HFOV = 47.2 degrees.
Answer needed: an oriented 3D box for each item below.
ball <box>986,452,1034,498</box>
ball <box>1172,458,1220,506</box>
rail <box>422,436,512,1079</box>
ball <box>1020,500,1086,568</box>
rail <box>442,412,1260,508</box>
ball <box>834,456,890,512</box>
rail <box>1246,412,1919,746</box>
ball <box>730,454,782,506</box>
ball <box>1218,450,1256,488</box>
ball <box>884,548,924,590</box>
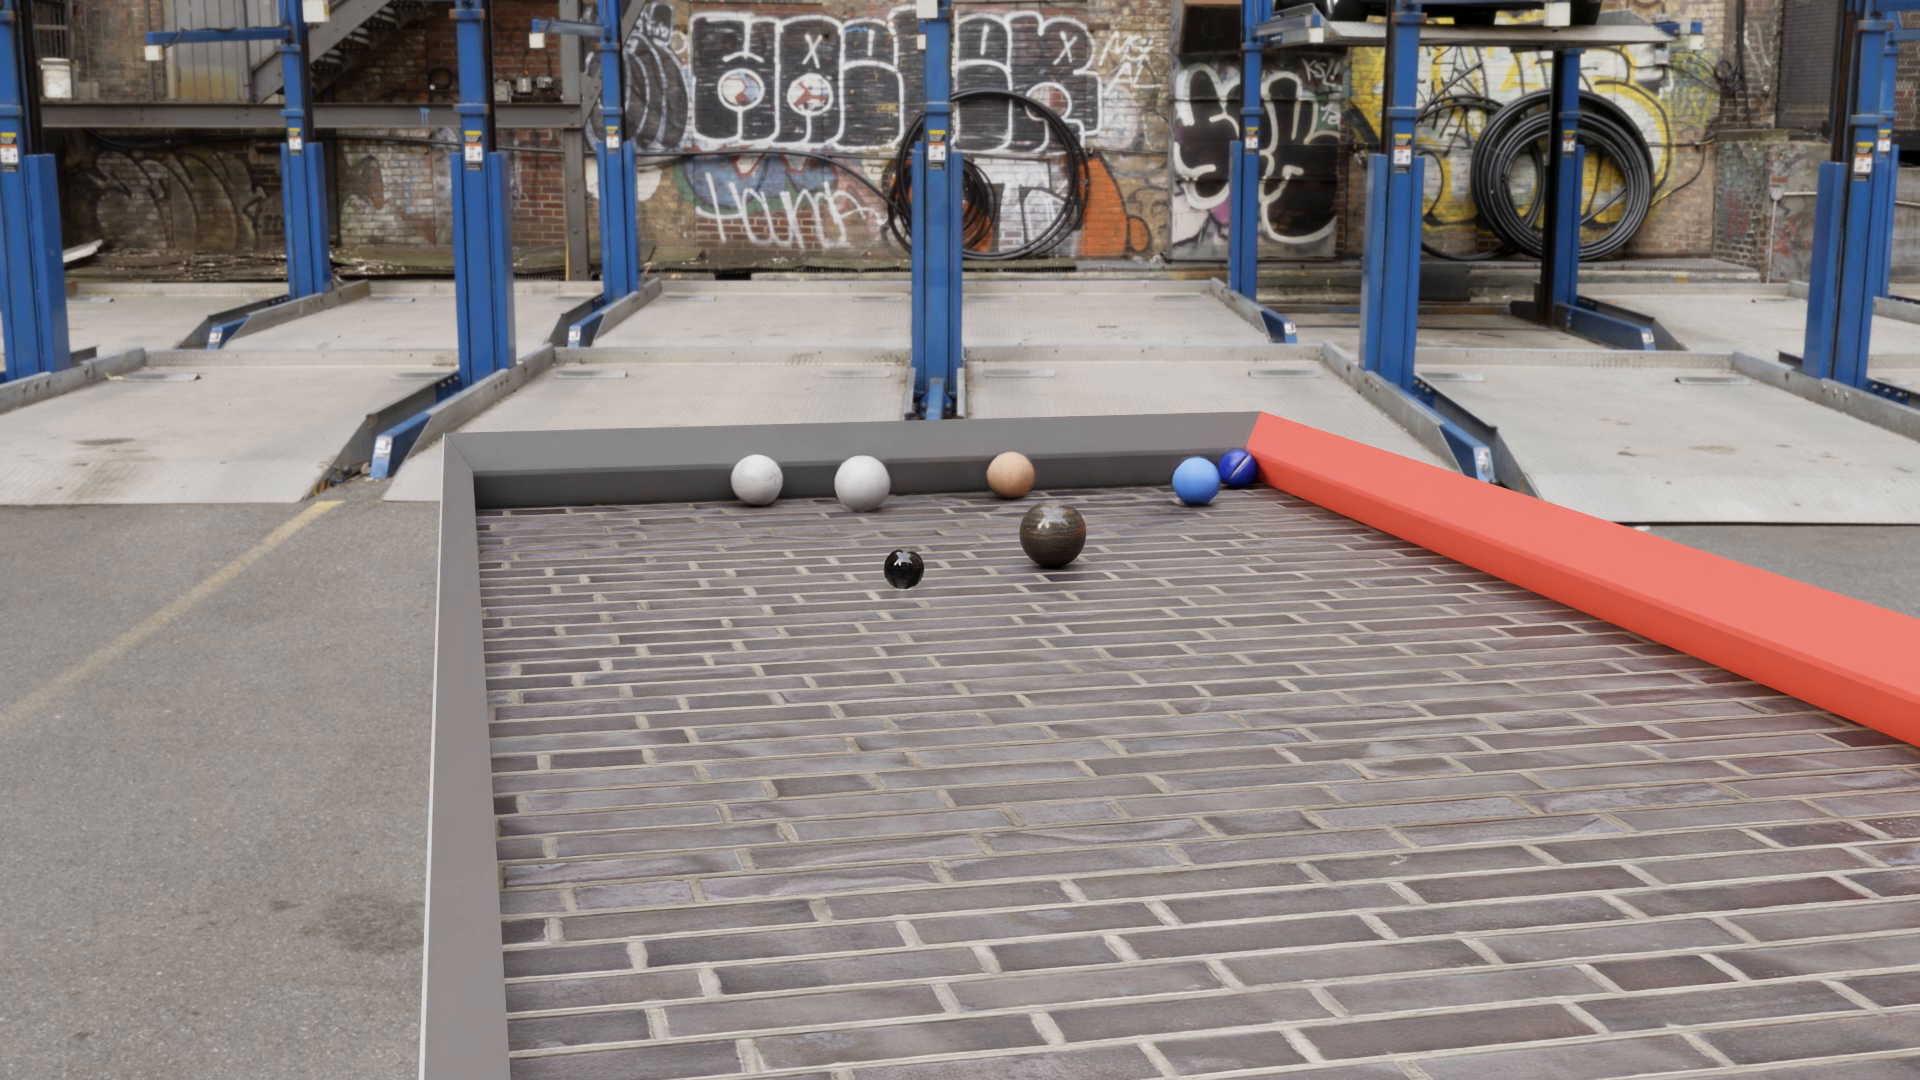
[{"bbox_3d":[0.086,-0.110,3.747,0.080,0.080,0.080,0,10,0],"label":"ball"},{"bbox_3d":[0.396,-0.098,3.679,0.080,0.080,0.080,0,10,0],"label":"ball"},{"bbox_3d":[-0.517,0.122,2.287,0.045,0.124,2.822,-2,10,-13],"label":"rail"},{"bbox_3d":[0.132,-0.009,3.124,0.096,0.096,0.096,0,10,0],"label":"ball"},{"bbox_3d":[-0.151,-0.138,3.770,1.429,0.124,0.045,-2,10,-13],"label":"rail"},{"bbox_3d":[-0.161,-0.094,3.619,0.092,0.092,0.092,0,10,0],"label":"ball"},{"bbox_3d":[0.830,0.069,2.588,0.045,0.124,2.822,-2,10,-13],"label":"rail"},{"bbox_3d":[-0.339,-0.099,3.668,0.086,0.086,0.086,0,10,0],"label":"ball"},{"bbox_3d":[0.488,-0.125,3.871,0.068,0.068,0.068,0,10,0],"label":"ball"},{"bbox_3d":[-0.076,0.039,2.967,0.055,0.055,0.055,0,10,0],"label":"ball"}]
